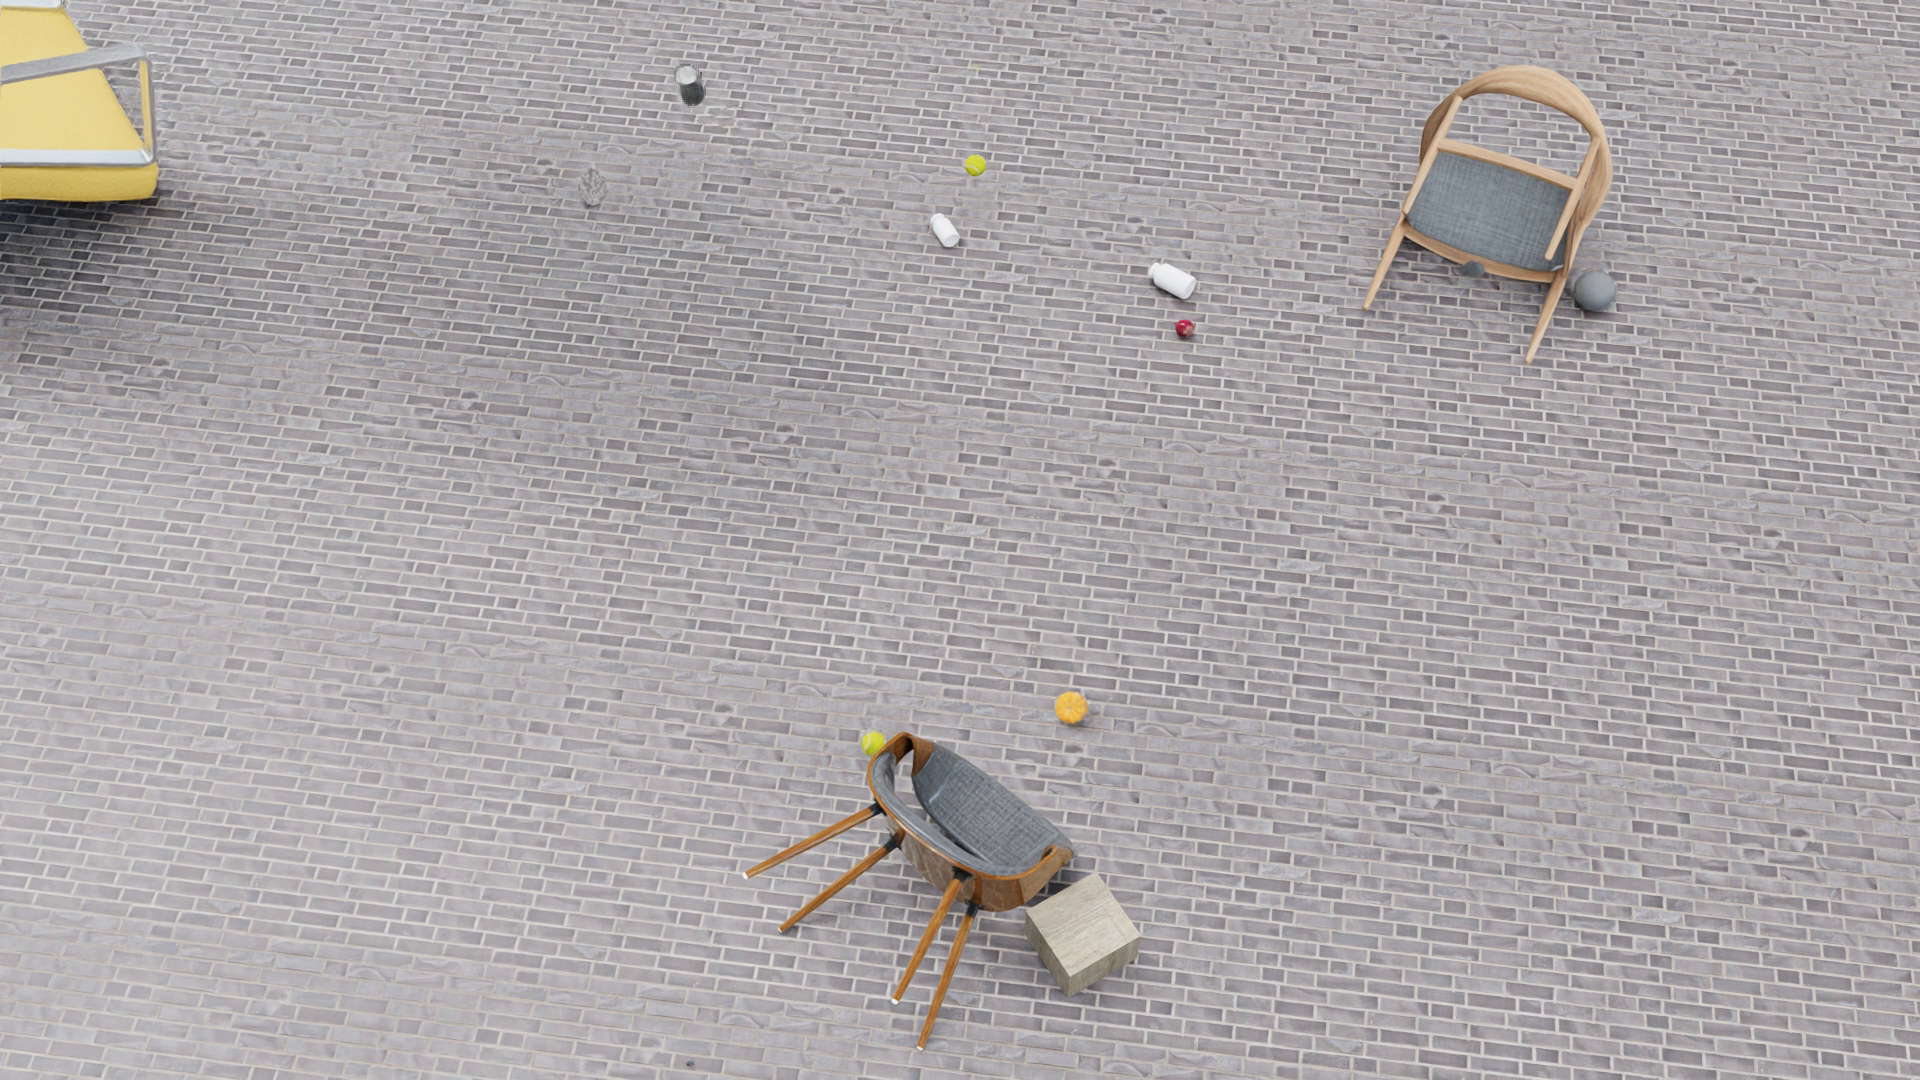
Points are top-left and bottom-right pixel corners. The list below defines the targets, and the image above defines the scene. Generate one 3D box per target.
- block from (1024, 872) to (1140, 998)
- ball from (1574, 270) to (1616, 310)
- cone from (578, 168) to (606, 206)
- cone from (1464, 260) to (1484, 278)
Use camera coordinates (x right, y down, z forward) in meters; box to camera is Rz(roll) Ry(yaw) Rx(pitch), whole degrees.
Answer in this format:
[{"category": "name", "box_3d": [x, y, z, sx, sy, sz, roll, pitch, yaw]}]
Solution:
[{"category": "block", "box_3d": [0.321, 1.039, 5.788, 0.219, 0.148, 0.213, -27, 60, -17]}, {"category": "ball", "box_3d": [2.029, -0.798, 7.031, 0.131, 0.131, 0.131, 0, 56, 0]}, {"category": "cone", "box_3d": [-1.252, -1.175, 7.333, 0.087, 0.112, 0.121, 5, 84, 45]}, {"category": "cone", "box_3d": [1.666, -0.888, 7.117, 0.070, 0.071, 0.054, 30, 85, 14]}]
